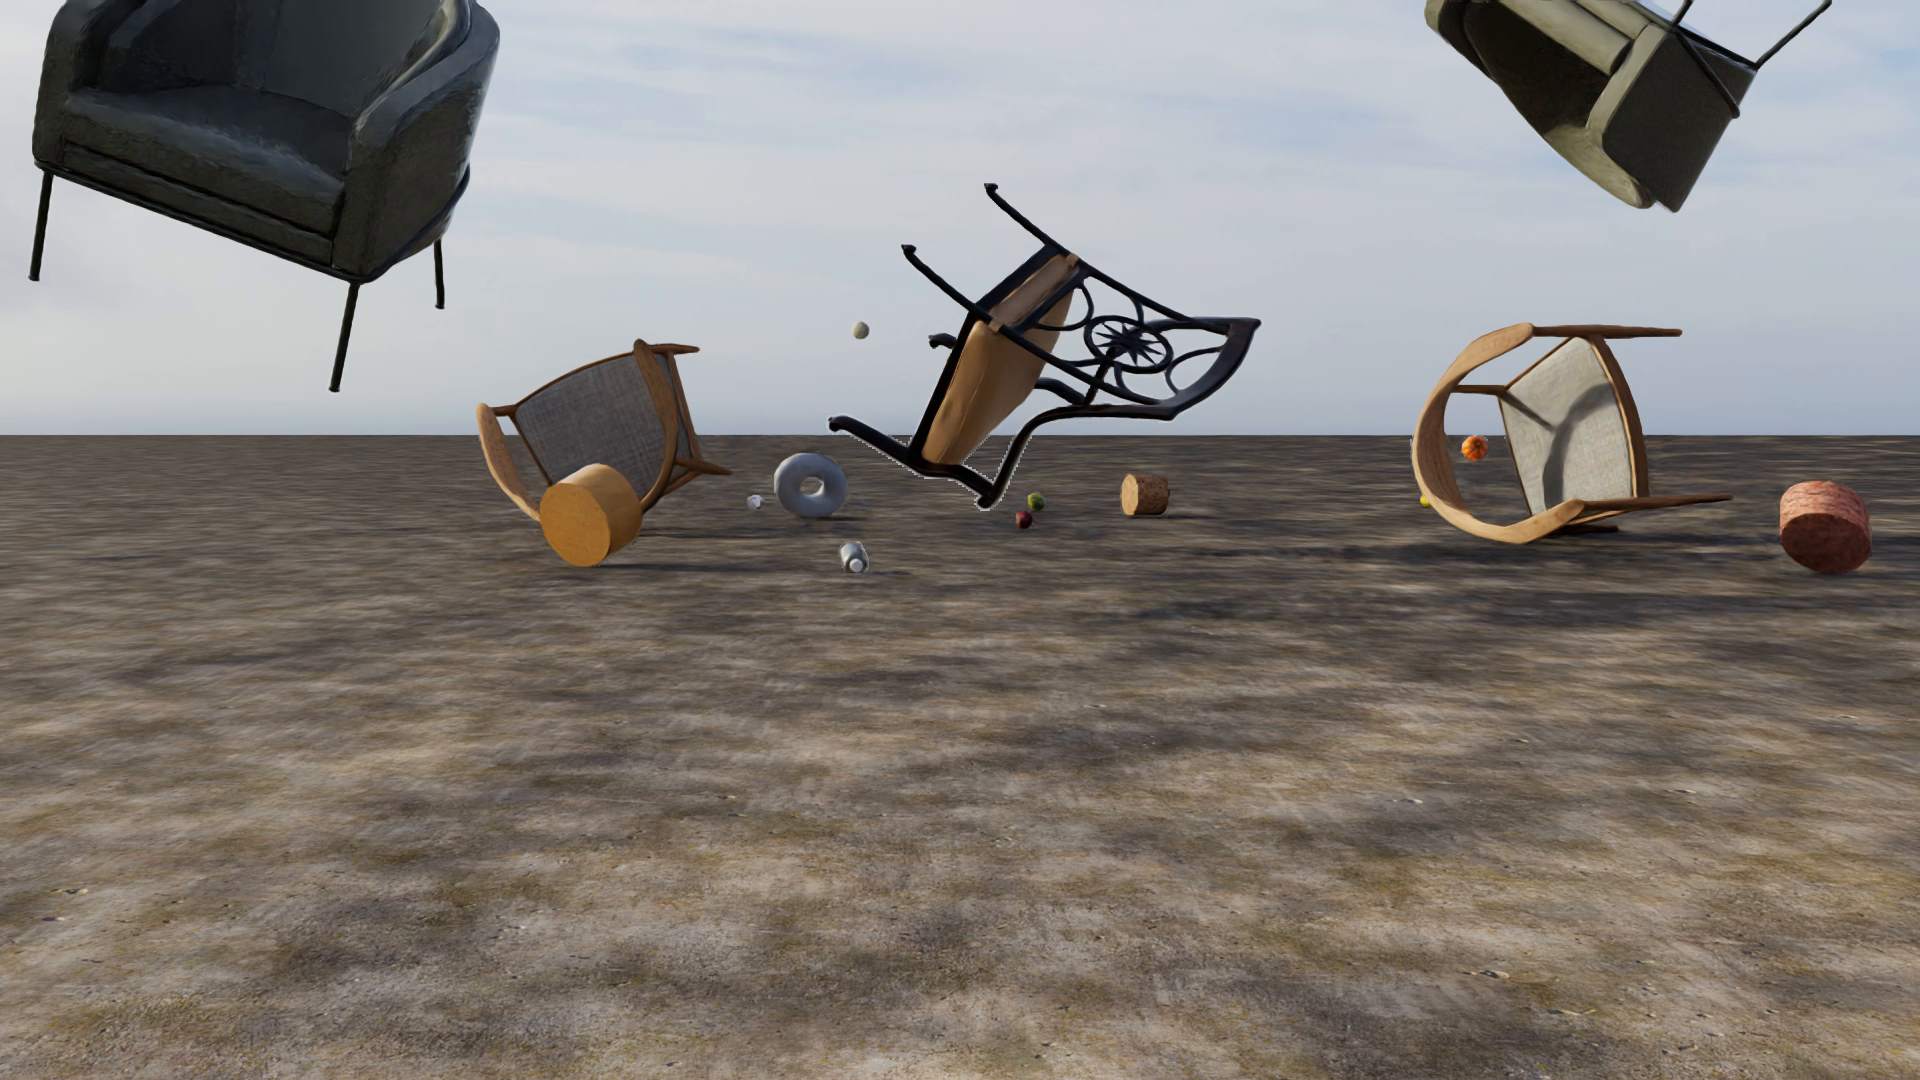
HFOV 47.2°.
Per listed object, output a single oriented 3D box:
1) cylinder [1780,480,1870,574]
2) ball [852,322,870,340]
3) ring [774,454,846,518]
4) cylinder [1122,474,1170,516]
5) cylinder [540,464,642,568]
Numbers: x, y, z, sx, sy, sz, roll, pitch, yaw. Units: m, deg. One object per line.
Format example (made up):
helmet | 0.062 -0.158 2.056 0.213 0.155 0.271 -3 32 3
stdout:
cylinder | 2.090 -0.031 5.316 0.235 0.105 0.184 37 -43 -24
ball | -0.349 -0.736 7.714 0.063 0.063 0.063 0 4 0
ring | -0.518 -0.187 7.612 0.322 0.234 0.072 37 7 -46
cylinder | 0.651 -0.159 7.722 0.163 0.142 0.081 -4 6 -43
cylinder | -0.934 -0.063 5.562 0.221 0.230 0.133 17 31 24
